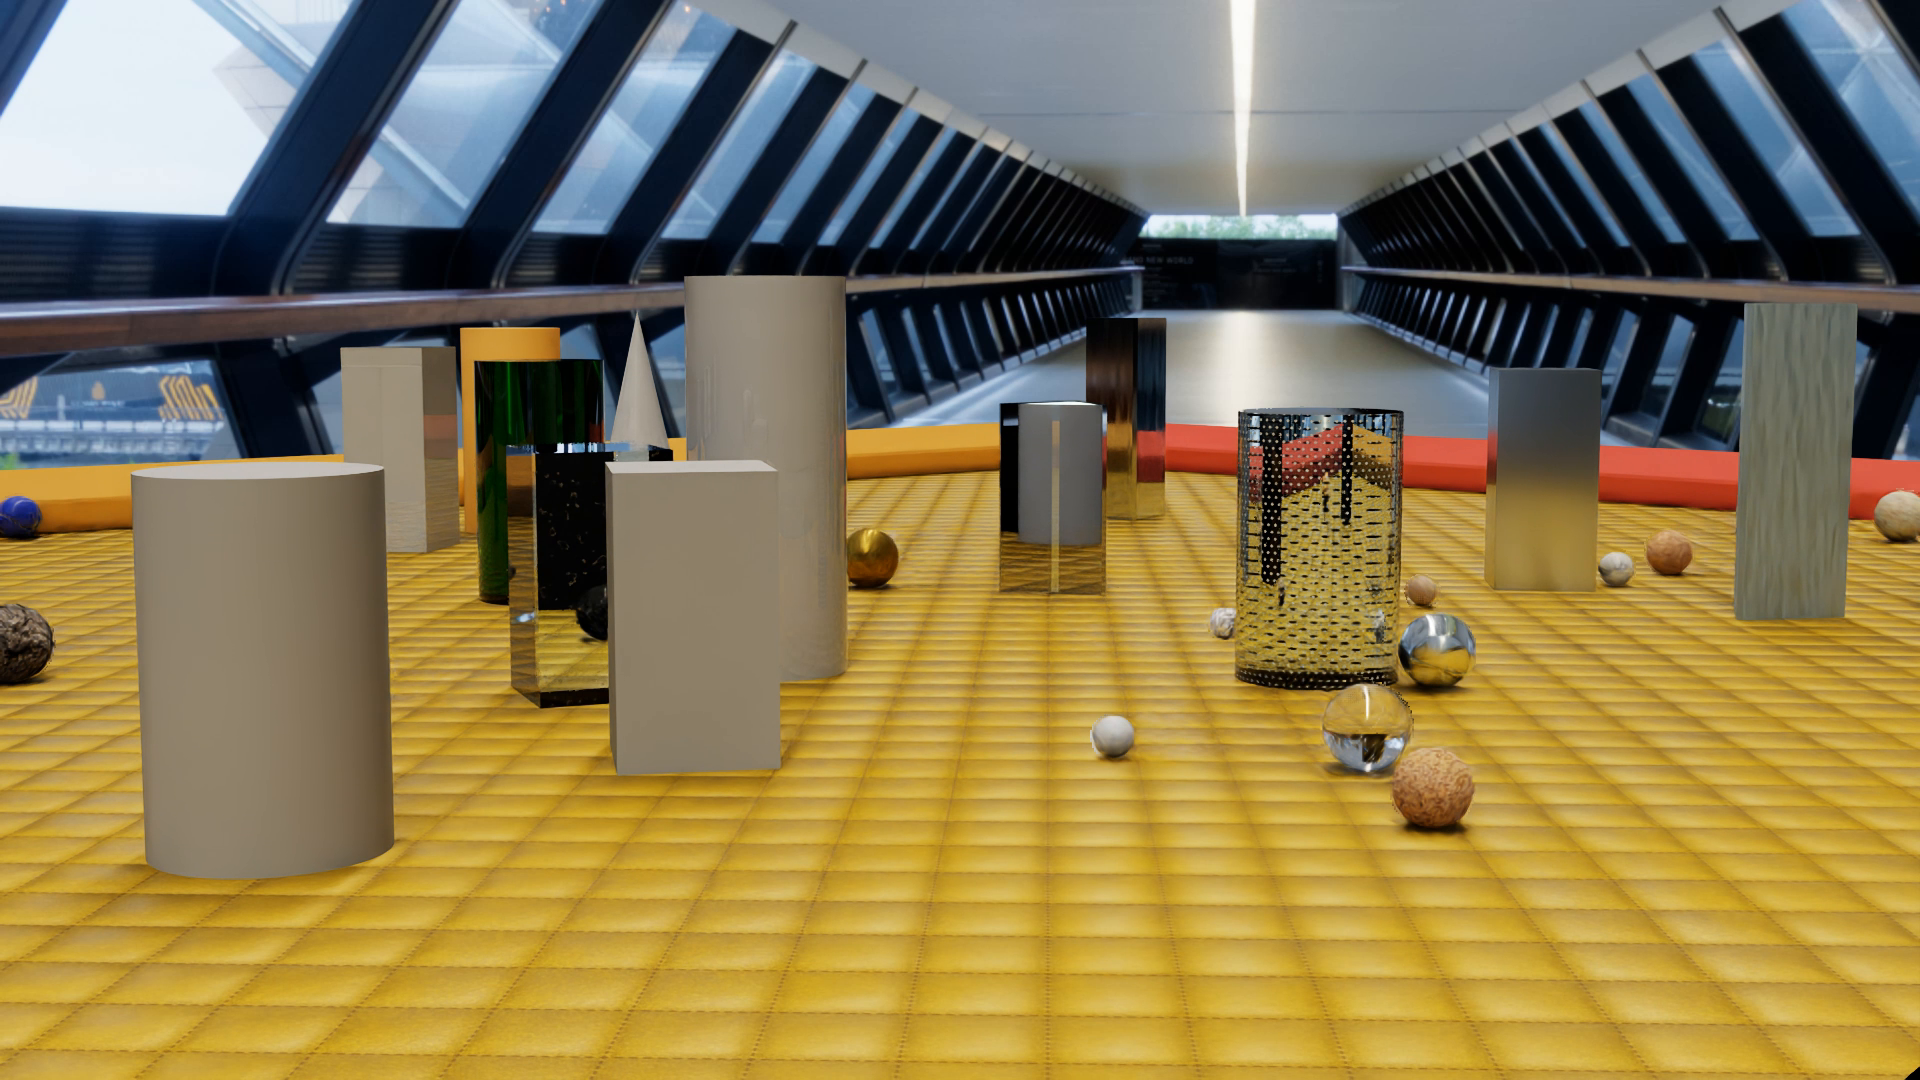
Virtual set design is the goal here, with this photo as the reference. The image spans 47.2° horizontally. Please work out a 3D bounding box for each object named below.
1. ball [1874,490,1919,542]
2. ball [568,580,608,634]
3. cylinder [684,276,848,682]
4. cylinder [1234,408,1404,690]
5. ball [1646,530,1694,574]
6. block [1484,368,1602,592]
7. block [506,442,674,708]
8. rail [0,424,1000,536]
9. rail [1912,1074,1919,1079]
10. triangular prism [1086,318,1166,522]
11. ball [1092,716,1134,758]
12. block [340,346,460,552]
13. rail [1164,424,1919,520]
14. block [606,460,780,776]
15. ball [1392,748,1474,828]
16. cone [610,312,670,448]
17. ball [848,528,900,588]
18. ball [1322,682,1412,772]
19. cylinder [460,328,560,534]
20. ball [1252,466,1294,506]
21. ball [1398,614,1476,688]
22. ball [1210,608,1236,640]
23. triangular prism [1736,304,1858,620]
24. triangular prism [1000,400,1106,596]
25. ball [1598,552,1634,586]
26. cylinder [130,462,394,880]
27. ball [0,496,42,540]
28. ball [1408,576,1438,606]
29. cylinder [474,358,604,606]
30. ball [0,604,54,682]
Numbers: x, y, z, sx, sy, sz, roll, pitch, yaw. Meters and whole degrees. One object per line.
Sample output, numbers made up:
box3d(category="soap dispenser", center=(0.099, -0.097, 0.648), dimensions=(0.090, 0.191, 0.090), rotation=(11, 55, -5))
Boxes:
box3d(category="ball", center=(1.814, -0.046, 4.239), dimensions=(0.099, 0.099, 0.099), rotation=(0, 6, 0))
box3d(category="ball", center=(-0.503, 0.093, 3.031), dimensions=(0.075, 0.075, 0.075), rotation=(0, 6, 0))
box3d(category="cylinder", center=(-0.238, -0.080, 2.711), dimensions=(0.197, 0.485, 0.197), rotation=(0, 6, 0))
box3d(category="cylinder", center=(0.433, 0.006, 2.661), dimensions=(0.197, 0.324, 0.197), rotation=(0, 6, 0))
box3d(category="ball", center=(1.199, 0.020, 3.717), dimensions=(0.076, 0.076, 0.076), rotation=(0, 6, 0))
box3d(category="block", center=(0.939, -0.101, 3.553), dimensions=(0.158, 0.350, 0.158), rotation=(1, 6, 8))
box3d(category="block", center=(-0.429, 0.036, 2.555), dimensions=(0.158, 0.287, 0.158), rotation=(-3, 6, -23))
box3d(category="rail", center=(-1.366, -0.121, 4.805), dimensions=(4.698, 0.128, 0.045), rotation=(-5, 8, -42))
box3d(category="rail", center=(1.366, 0.187, 1.859), dimensions=(4.698, 0.128, 0.045), rotation=(-5, 8, -42))
box3d(category="triangular prism", center=(0.383, -0.264, 4.743), dimensions=(0.148, 0.428, 0.171), rotation=(-4, 7, -33))
box3d(category="ball", center=(0.154, 0.196, 2.197), dimensions=(0.042, 0.042, 0.042), rotation=(0, 6, 0))
box3d(category="block", center=(-1.048, -0.173, 4.125), dimensions=(0.158, 0.376, 0.158), rotation=(1, 6, 10))
box3d(category="rail", center=(1.709, -0.130, 4.900), dimensions=(0.045, 0.128, 4.077), rotation=(-5, 8, -42))
box3d(category="block", center=(-0.268, 0.072, 2.189), dimensions=(0.158, 0.291, 0.158), rotation=(-1, 6, -11))
box3d(category="ball", center=(0.408, 0.214, 1.897), dimensions=(0.069, 0.069, 0.069), rotation=(0, 6, 0))
box3d(category="cone", center=(-0.569, -0.183, 3.901), dimensions=(0.197, 0.443, 0.197), rotation=(0, 6, 0))
box3d(category="ball", center=(-0.146, 0.029, 3.532), dimensions=(0.097, 0.097, 0.097), rotation=(0, 6, 0))
box3d(category="ball", center=(0.394, 0.181, 2.128), dimensions=(0.086, 0.086, 0.086), rotation=(0, 6, 0))
box3d(category="cylinder", center=(-0.906, -0.224, 4.453), dimensions=(0.197, 0.409, 0.197), rotation=(0, 6, 0))
box3d(category="ball", center=(0.712, -0.122, 4.994), dimensions=(0.094, 0.094, 0.094), rotation=(0, 6, 0))
box3d(category="ball", center=(0.563, 0.131, 2.595), dimensions=(0.089, 0.089, 0.089), rotation=(0, 6, 0))
box3d(category="ball", center=(0.361, 0.113, 2.984), dimensions=(0.044, 0.044, 0.044), rotation=(0, 6, 0))
box3d(category="triangular prism", center=(1.191, -0.120, 3.235), dimensions=(0.171, 0.455, 0.148), rotation=(-1, 6, -12))
box3d(category="triangular prism", center=(0.164, -0.071, 3.524), dimensions=(0.171, 0.298, 0.148), rotation=(2, 6, 16))
box3d(category="ball", center=(1.064, 0.046, 3.564), dimensions=(0.056, 0.056, 0.056), rotation=(0, 6, 0))
box3d(category="cylinder", center=(-0.571, 0.100, 1.808), dimensions=(0.197, 0.315, 0.197), rotation=(0, 6, 0))
box3d(category="ball", center=(-1.838, -0.044, 4.293), dimensions=(0.084, 0.084, 0.084), rotation=(0, 6, 0))
box3d(category="ball", center=(0.698, 0.077, 3.321), dimensions=(0.045, 0.045, 0.045), rotation=(0, 6, 0))
box3d(category="cylinder", center=(-0.647, -0.094, 3.401), dimensions=(0.197, 0.368, 0.197), rotation=(0, 6, 0))
box3d(category="ball", center=(-1.139, 0.124, 2.641), dimensions=(0.094, 0.094, 0.094), rotation=(0, 6, 0))
